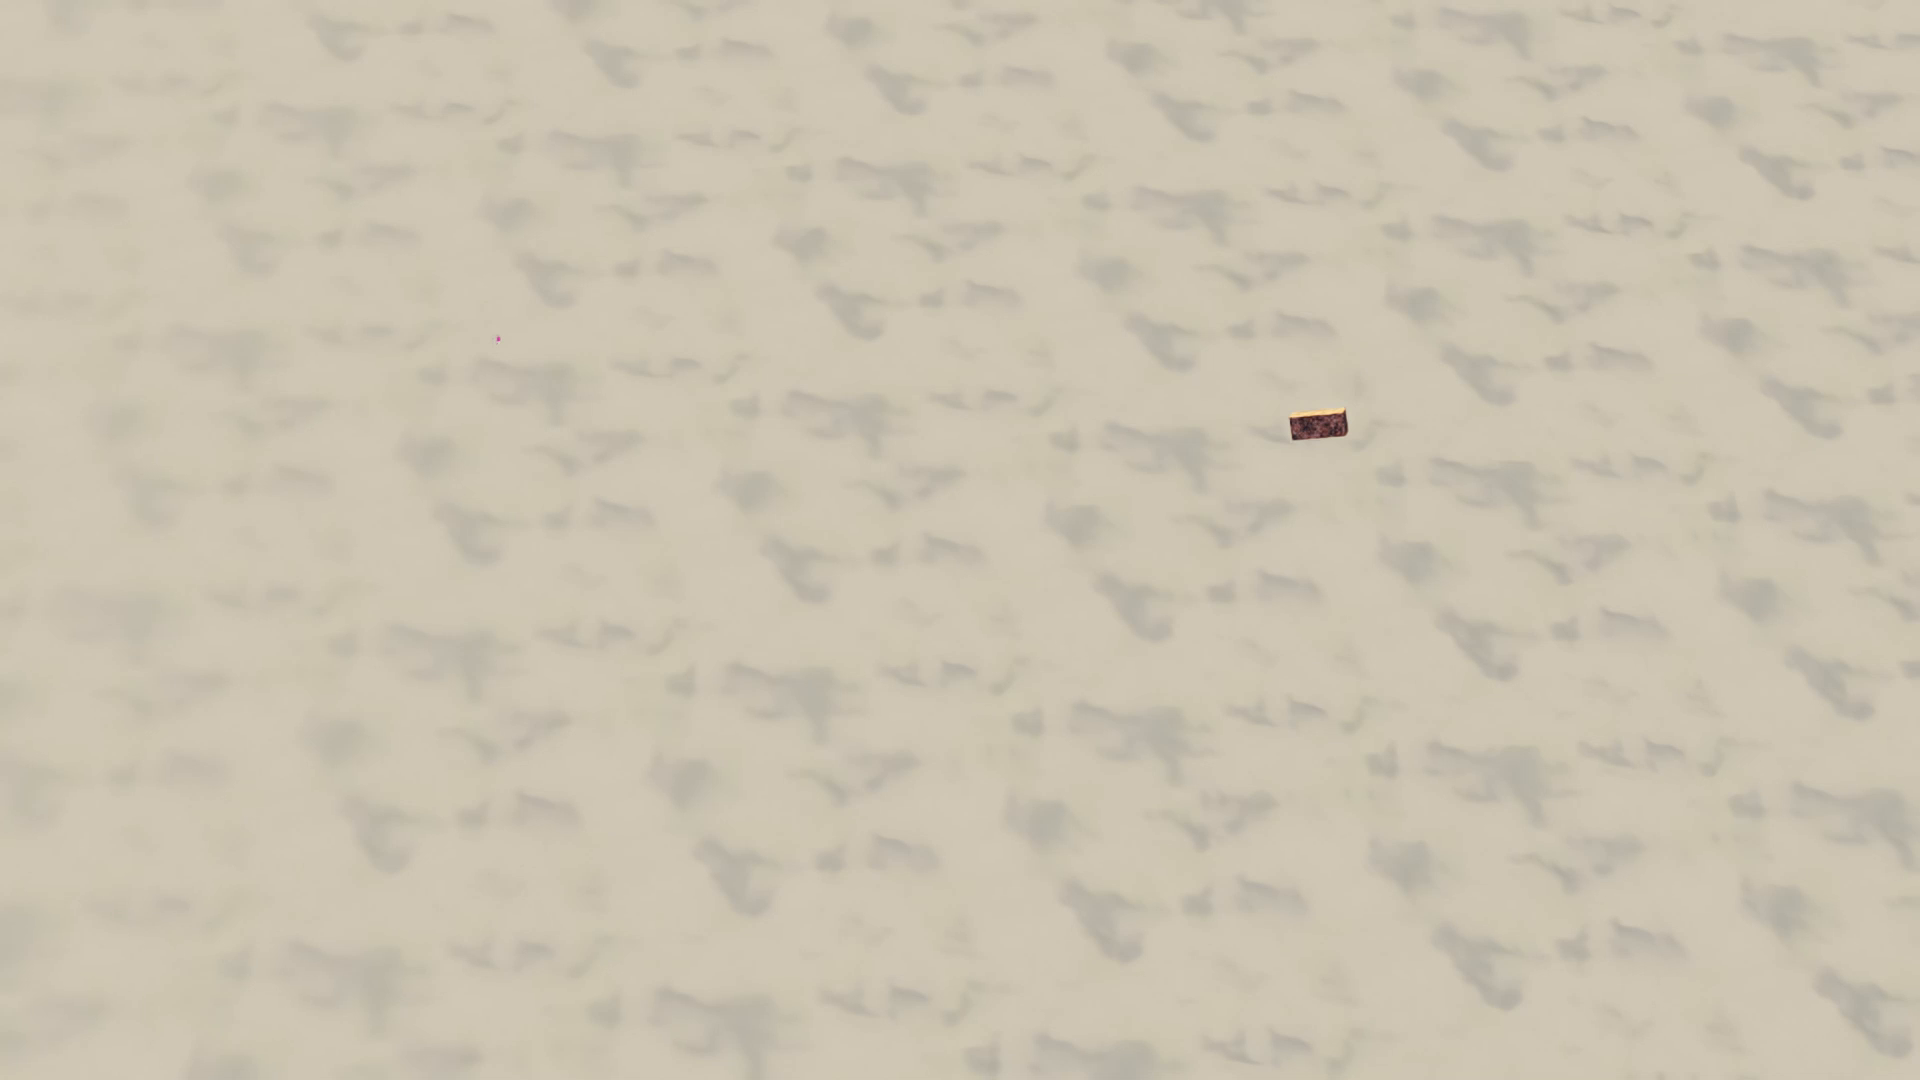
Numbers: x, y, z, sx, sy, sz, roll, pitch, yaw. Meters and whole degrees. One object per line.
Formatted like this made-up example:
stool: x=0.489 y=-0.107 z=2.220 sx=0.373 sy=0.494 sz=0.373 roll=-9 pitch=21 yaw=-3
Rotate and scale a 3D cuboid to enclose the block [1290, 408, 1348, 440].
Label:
block: x=0.612 y=-0.197 z=3.748 sx=0.091 sy=0.041 sz=0.034 roll=-4 pitch=17 yaw=20
